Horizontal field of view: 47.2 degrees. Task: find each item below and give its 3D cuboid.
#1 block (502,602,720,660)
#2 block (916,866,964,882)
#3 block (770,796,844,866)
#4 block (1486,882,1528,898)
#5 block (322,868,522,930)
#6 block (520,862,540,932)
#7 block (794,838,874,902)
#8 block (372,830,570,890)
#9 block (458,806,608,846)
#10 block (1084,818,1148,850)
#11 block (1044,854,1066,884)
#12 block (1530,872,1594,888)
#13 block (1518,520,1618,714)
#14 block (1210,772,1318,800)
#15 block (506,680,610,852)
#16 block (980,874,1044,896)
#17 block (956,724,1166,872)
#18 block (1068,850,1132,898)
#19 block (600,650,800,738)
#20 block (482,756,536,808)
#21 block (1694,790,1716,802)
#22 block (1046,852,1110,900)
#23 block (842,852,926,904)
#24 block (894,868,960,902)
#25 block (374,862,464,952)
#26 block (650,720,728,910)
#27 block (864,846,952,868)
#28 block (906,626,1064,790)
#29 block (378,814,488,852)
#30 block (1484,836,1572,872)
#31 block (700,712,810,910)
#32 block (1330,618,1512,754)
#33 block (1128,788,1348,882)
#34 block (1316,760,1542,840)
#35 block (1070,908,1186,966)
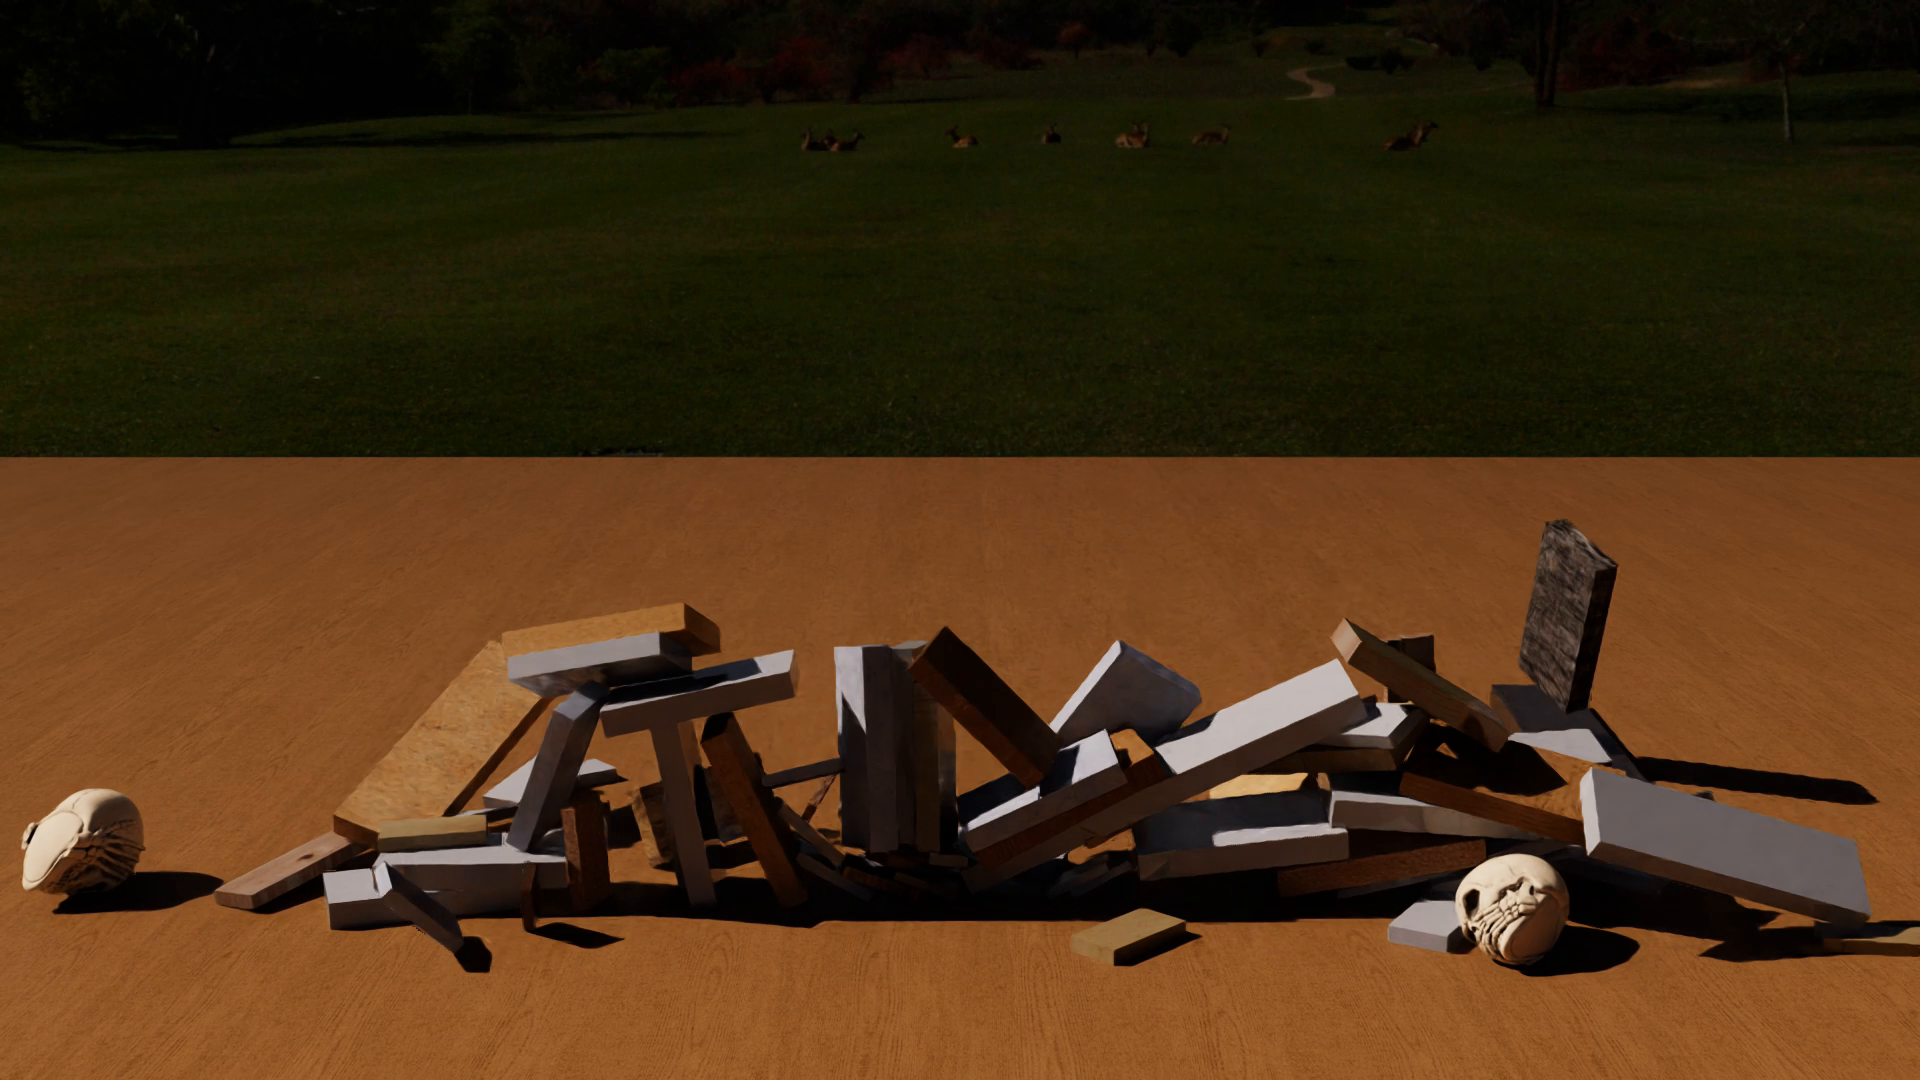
[{"bbox_3d":[-0.577,0.170,3.652,0.319,0.045,0.160,-9,-19,13],"label":"block"},{"bbox_3d":[-0.023,0.564,3.765,0.108,0.015,0.054,5,12,21],"label":"block"},{"bbox_3d":[-0.251,0.478,3.618,0.020,0.139,0.069,-48,15,-6],"label":"block"},{"bbox_3d":[0.874,0.570,3.717,0.154,0.022,0.077,7,12,32],"label":"block"},{"bbox_3d":[-0.882,0.577,3.620,0.311,0.044,0.155,-4,11,-19],"label":"block"},{"bbox_3d":[-0.678,0.564,3.474,0.016,0.110,0.055,5,45,-2],"label":"block"},{"bbox_3d":[-0.209,0.548,3.652,0.140,0.020,0.070,30,8,-7],"label":"block"},{"bbox_3d":[-0.795,0.529,3.632,0.311,0.044,0.155,-1,12,-2],"label":"block"},{"bbox_3d":[-0.799,0.520,3.926,0.310,0.044,0.155,-4,11,-21],"label":"block"},{"bbox_3d":[0.250,0.474,3.648,0.112,0.016,0.056,-26,16,-14],"label":"block"},{"bbox_3d":[0.141,0.561,3.778,0.060,0.017,0.120,3,11,15],"label":"block"},{"bbox_3d":[1.054,0.557,3.771,0.192,0.027,0.096,-4,11,-20],"label":"block"},{"bbox_3d":[1.184,0.151,4.297,0.048,0.341,0.171,-11,35,-18],"label":"block"},{"bbox_3d":[0.595,0.435,3.851,0.329,0.047,0.165,-26,21,18],"label":"block"},{"bbox_3d":[-0.660,0.371,3.611,0.038,0.269,0.135,27,24,7],"label":"block"},{"bbox_3d":[0.084,0.577,3.687,0.108,0.015,0.054,2,13,9],"label":"block"},{"bbox_3d":[0.164,0.426,3.658,0.332,0.047,0.166,-27,16,-4],"label":"block"},{"bbox_3d":[0.235,0.556,3.659,0.112,0.016,0.056,-29,7,9],"label":"block"},{"bbox_3d":[-0.423,0.251,3.604,0.312,0.044,0.156,-12,10,1],"label":"block"},{"bbox_3d":[-0.819,0.463,4.182,0.085,0.024,0.170,5,25,27],"label":"block"},{"bbox_3d":[1.226,0.488,3.866,0.184,0.026,0.092,-29,-17,33],"label":"block"},{"bbox_3d":[0.195,0.558,3.657,0.112,0.016,0.056,-27,7,8],"label":"block"},{"bbox_3d":[-0.126,0.560,3.647,0.140,0.020,0.070,19,9,-6],"label":"block"},{"bbox_3d":[-0.055,0.567,3.643,0.108,0.015,0.054,20,7,-1],"label":"block"},{"bbox_3d":[-0.834,0.567,3.393,0.023,0.159,0.080,-43,32,0],"label":"block"},{"bbox_3d":[-0.448,0.435,3.640,0.044,0.312,0.156,-11,10,2],"label":"block"},{"bbox_3d":[-0.085,0.531,3.680,0.070,0.020,0.140,11,1,41],"label":"block"},{"bbox_3d":[0.043,0.271,3.579,0.275,0.039,0.138,44,25,-2],"label":"block"},{"bbox_3d":[-0.877,0.488,3.664,0.174,0.025,0.087,-3,12,-11],"label":"block"},{"bbox_3d":[0.975,0.469,3.650,0.241,0.034,0.121,-20,21,3],"label":"block"},{"bbox_3d":[-0.336,0.443,3.635,0.044,0.312,0.156,-25,11,2],"label":"block"},{"bbox_3d":[0.749,0.236,3.585,0.293,0.041,0.146,31,11,-8],"label":"block"},{"bbox_3d":[0.455,0.484,3.633,0.340,0.048,0.170,-6,19,0],"label":"block"},{"bbox_3d":[0.774,0.425,3.635,0.340,0.048,0.170,4,20,0],"label":"block"},{"bbox_3d":[0.264,0.619,3.442,0.088,0.025,0.176,10,14,43],"label":"block"}]
